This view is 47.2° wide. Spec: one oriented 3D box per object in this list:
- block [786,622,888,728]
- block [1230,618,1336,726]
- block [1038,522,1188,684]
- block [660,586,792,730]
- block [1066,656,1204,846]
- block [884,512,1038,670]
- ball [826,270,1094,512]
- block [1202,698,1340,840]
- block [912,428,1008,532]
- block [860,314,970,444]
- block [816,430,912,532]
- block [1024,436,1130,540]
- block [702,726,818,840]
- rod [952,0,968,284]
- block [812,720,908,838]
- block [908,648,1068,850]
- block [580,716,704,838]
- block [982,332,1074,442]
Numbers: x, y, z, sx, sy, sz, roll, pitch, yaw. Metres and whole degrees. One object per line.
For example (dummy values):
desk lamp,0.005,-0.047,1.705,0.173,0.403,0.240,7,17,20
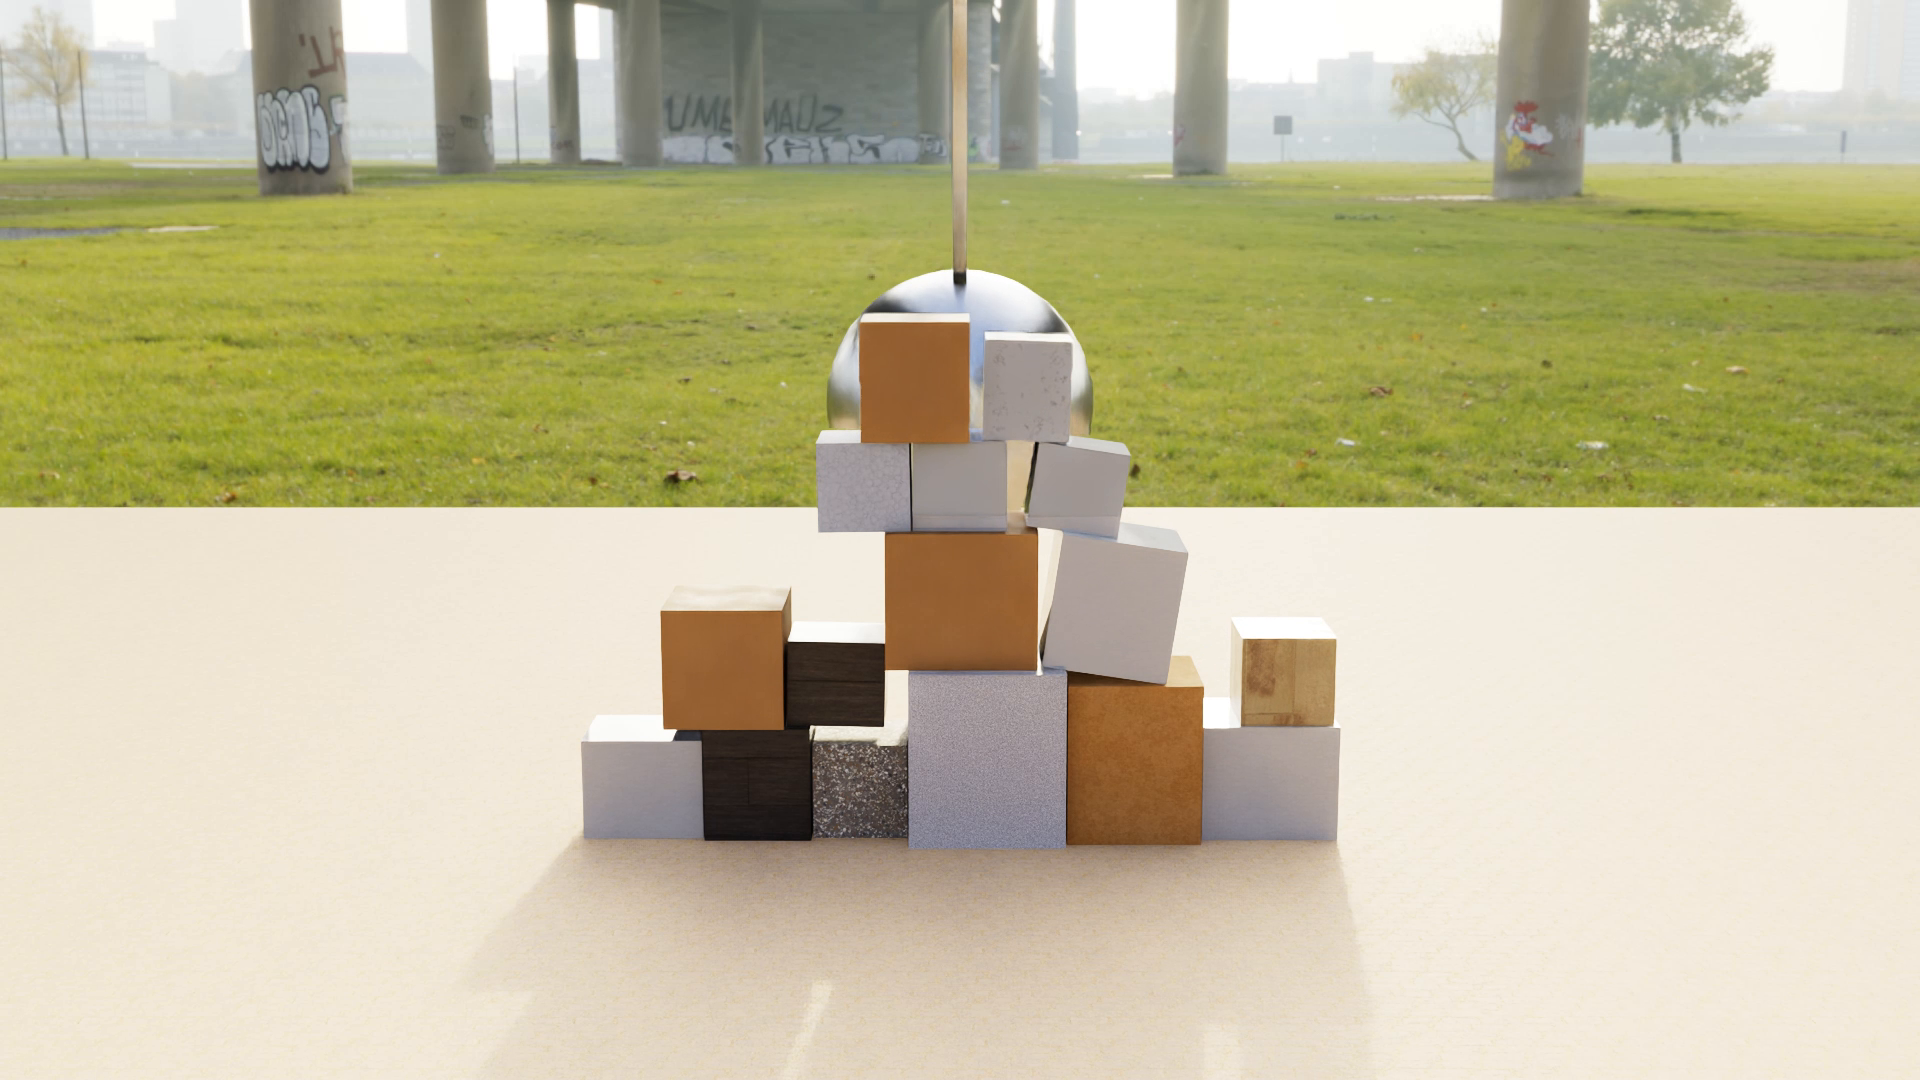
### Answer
block,-0.625,0.687,11.320,0.493,0.437,0.456,1,10,0
block,1.652,0.672,11.291,0.472,0.454,0.474,0,10,0
block,0.770,0.290,11.241,0.630,0.677,0.654,8,10,-2
block,-1.190,0.597,11.308,0.607,0.614,0.623,0,10,0
block,0.878,1.075,11.355,0.677,0.823,0.672,0,10,0
block,0.008,0.252,11.236,0.762,0.690,0.669,0,10,0
ball,0.000,-0.811,13.141,1.600,1.600,1.600,0,10,0
block,1.572,1.182,11.410,0.689,0.592,0.590,0,10,0
block,0.000,-0.309,11.139,0.470,0.450,0.490,0,10,0
block,-0.220,-0.817,11.017,0.537,0.593,0.551,0,10,0
block,-0.478,-0.302,11.113,0.460,0.448,0.477,-1,10,0
block,0.588,-0.285,11.135,0.460,0.424,0.458,8,10,-1
block,-1.026,1.191,11.384,0.539,0.583,0.554,0,10,0
rod,0.000,-3.740,11.414,0.080,5.200,0.080,0,31,0
block,-0.507,1.235,11.411,0.479,0.487,0.494,0,10,0
block,0.137,1.033,11.376,0.787,0.897,0.855,0,10,0
block,-1.611,1.223,11.407,0.610,0.513,0.511,0,10,0
block,0.336,-0.770,11.036,0.431,0.499,0.402,2,10,1
